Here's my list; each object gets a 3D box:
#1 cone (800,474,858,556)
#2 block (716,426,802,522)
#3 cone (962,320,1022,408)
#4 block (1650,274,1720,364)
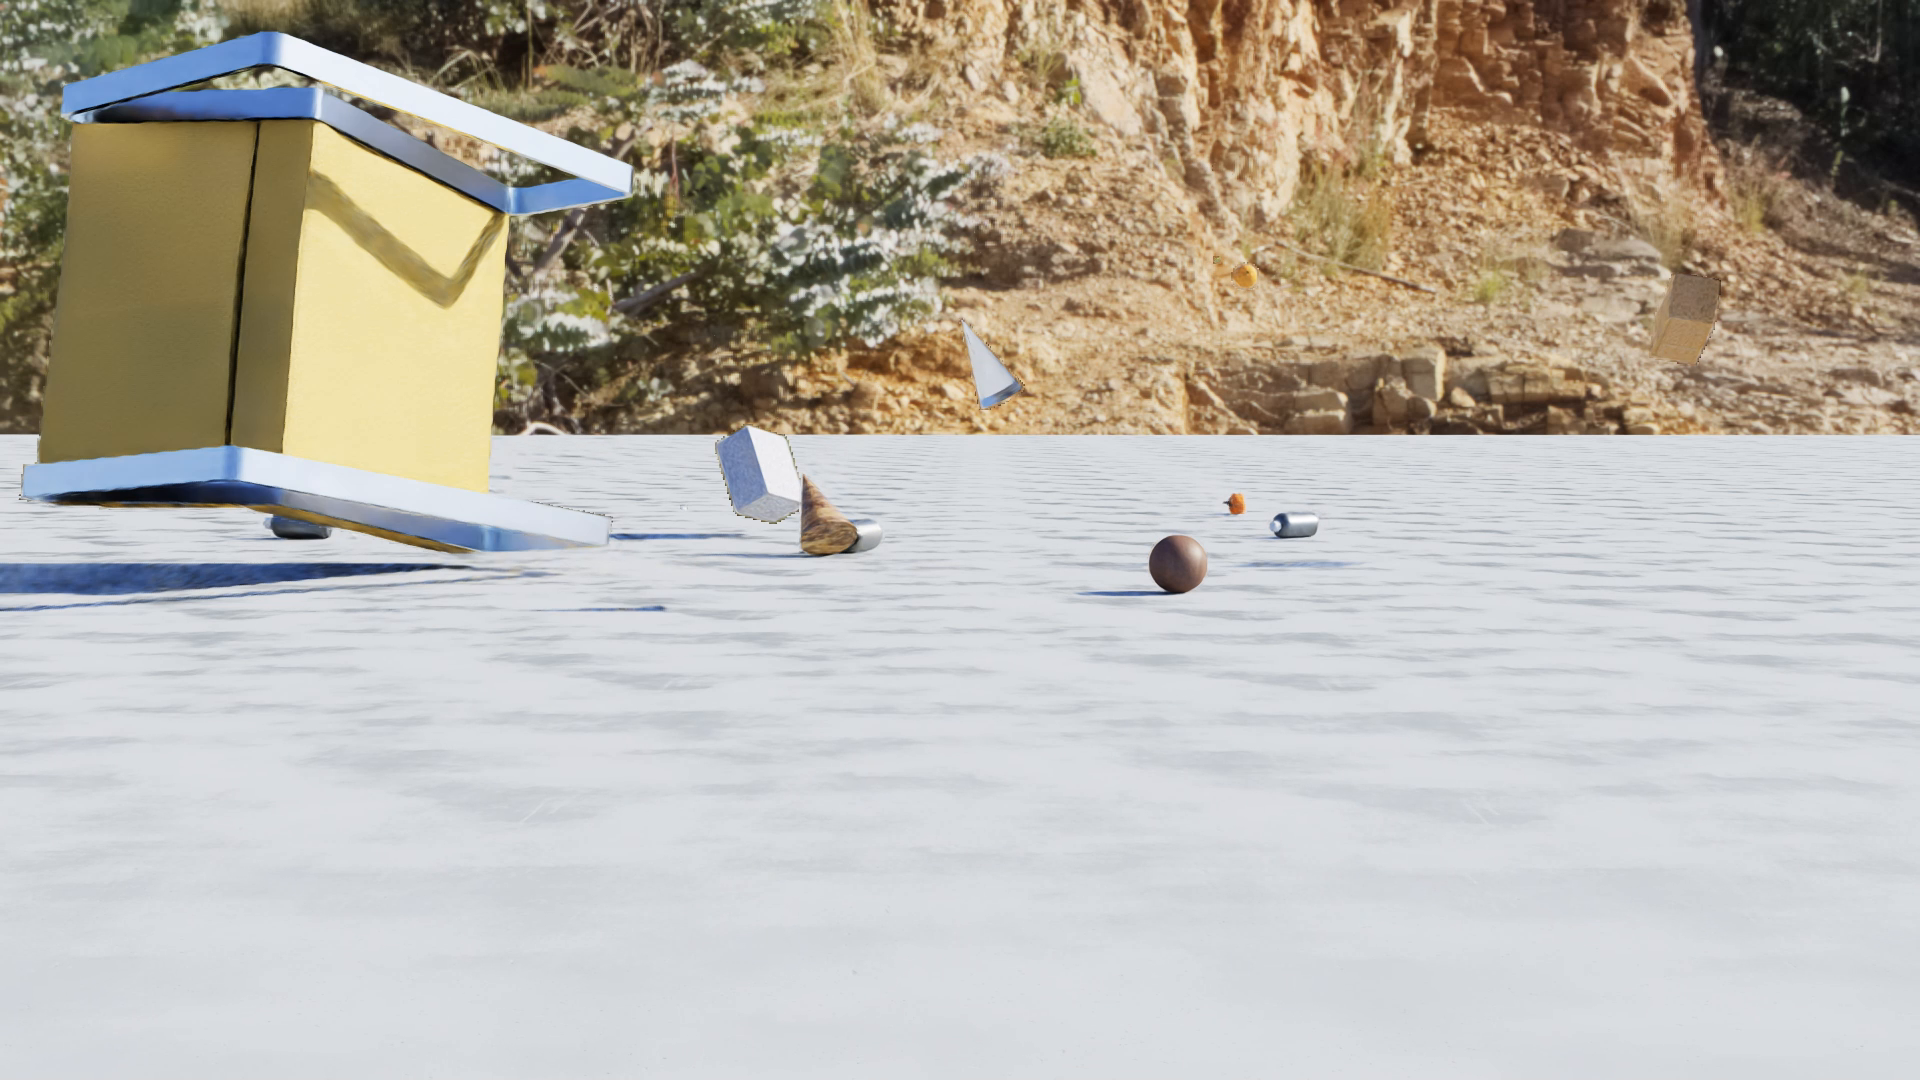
[{"bbox_3d":[-0.392,-0.095,5.963,0.161,0.129,0.261,-6,46,-21],"label":"cone"},{"bbox_3d":[-0.610,-0.202,6.727,0.128,0.232,0.191,-29,-23,25],"label":"block"},{"bbox_3d":[0.044,-0.374,4.517,0.094,0.182,0.111,-30,10,-15],"label":"cone"},{"bbox_3d":[1.871,-0.571,5.677,0.112,0.129,0.209,12,-22,10],"label":"block"}]
